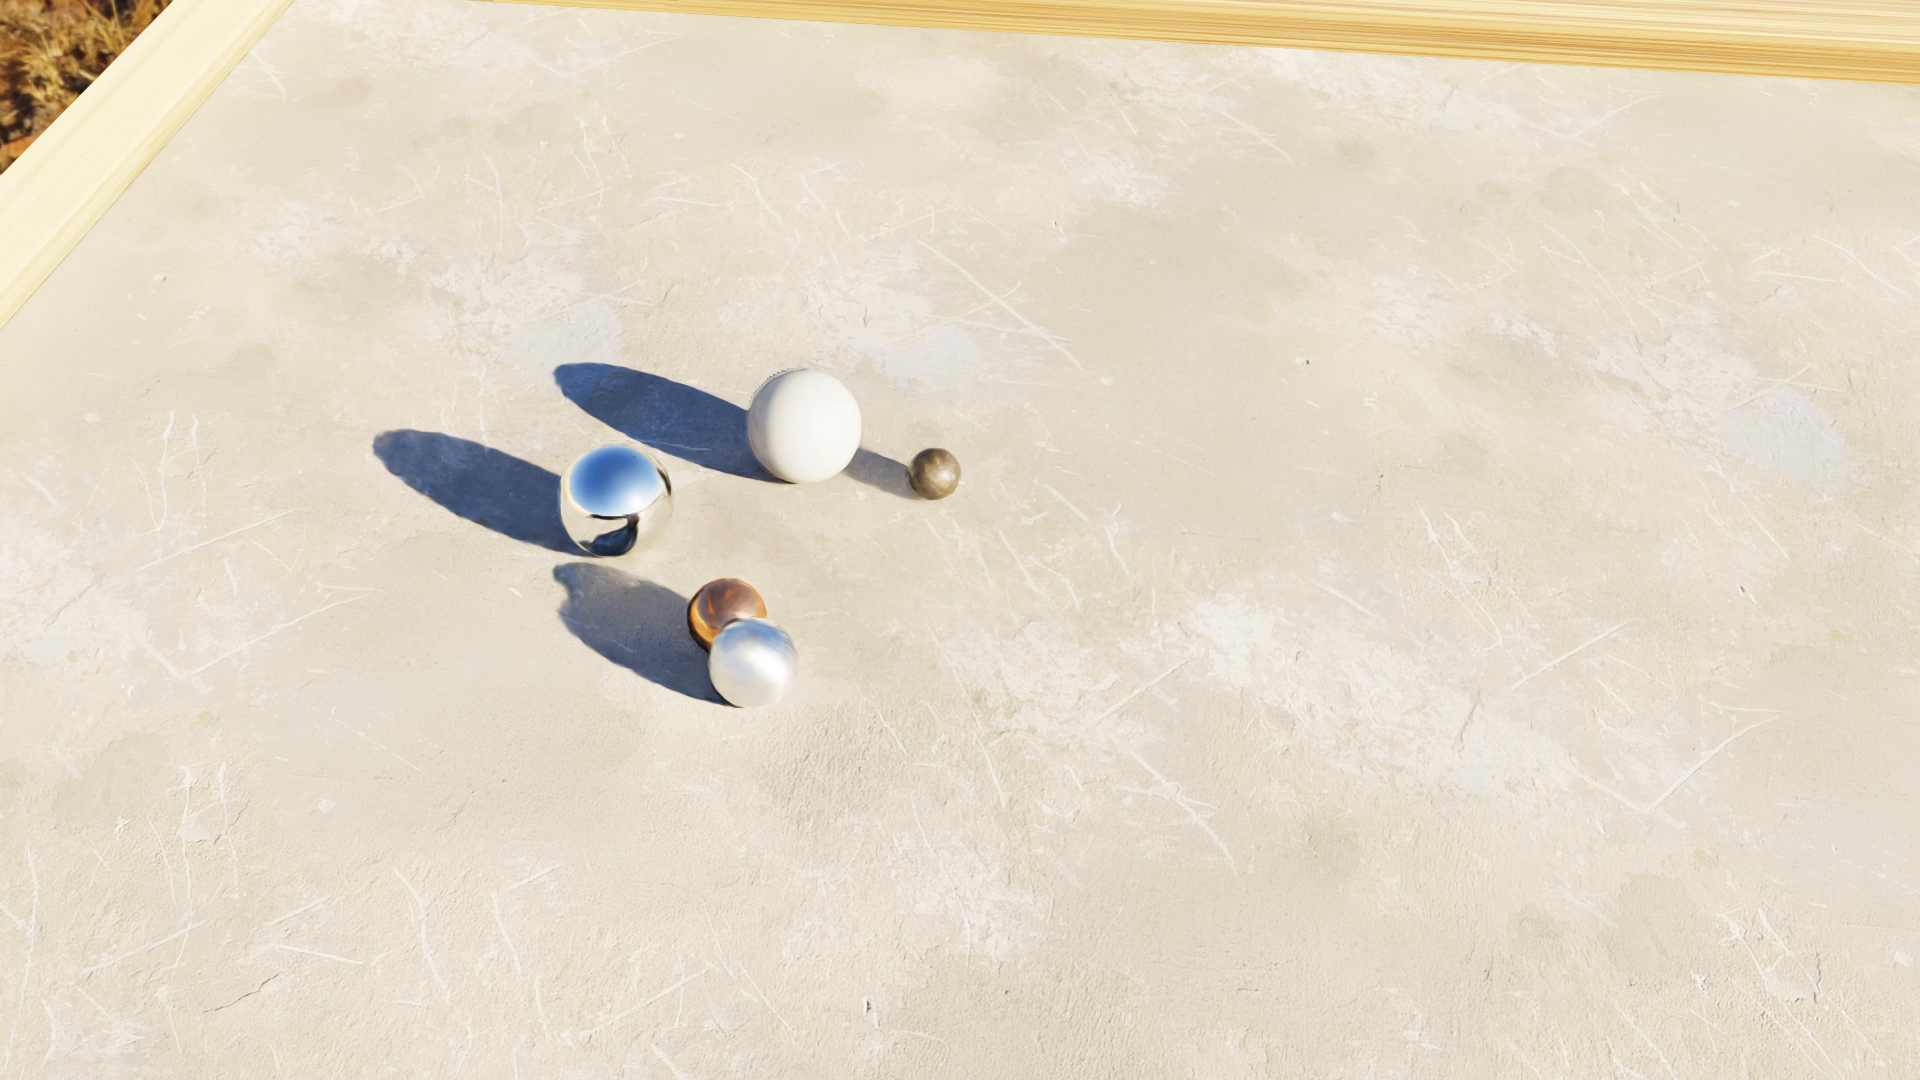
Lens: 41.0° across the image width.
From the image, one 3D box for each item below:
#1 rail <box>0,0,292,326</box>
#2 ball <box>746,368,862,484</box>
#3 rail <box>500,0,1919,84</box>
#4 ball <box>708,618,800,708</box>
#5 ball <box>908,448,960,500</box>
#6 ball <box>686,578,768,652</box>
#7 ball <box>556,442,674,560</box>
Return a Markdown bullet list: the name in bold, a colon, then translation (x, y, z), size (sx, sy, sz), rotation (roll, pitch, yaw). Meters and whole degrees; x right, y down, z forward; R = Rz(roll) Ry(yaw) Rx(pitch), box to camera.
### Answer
- **rail**: translation (-0.830, -0.091, 1.956), size (0.045, 0.115, 1.951), rotation (5, 35, 7)
- **ball**: translation (-0.120, -0.087, 1.976), size (0.089, 0.089, 0.089), rotation (0, 35, 0)
- **rail**: translation (0.989, -0.492, 2.531), size (3.449, 0.115, 0.045), rotation (5, 35, 7)
- **ball**: translation (-0.141, 0.084, 1.753), size (0.062, 0.062, 0.062), rotation (0, 35, 0)
- **ball**: translation (-0.020, -0.051, 1.965), size (0.041, 0.041, 0.041), rotation (0, 35, 0)
- **ball**: translation (-0.163, 0.055, 1.800), size (0.056, 0.056, 0.056), rotation (0, 35, 0)
- **ball**: translation (-0.254, -0.029, 1.894), size (0.087, 0.087, 0.087), rotation (0, 35, 0)
